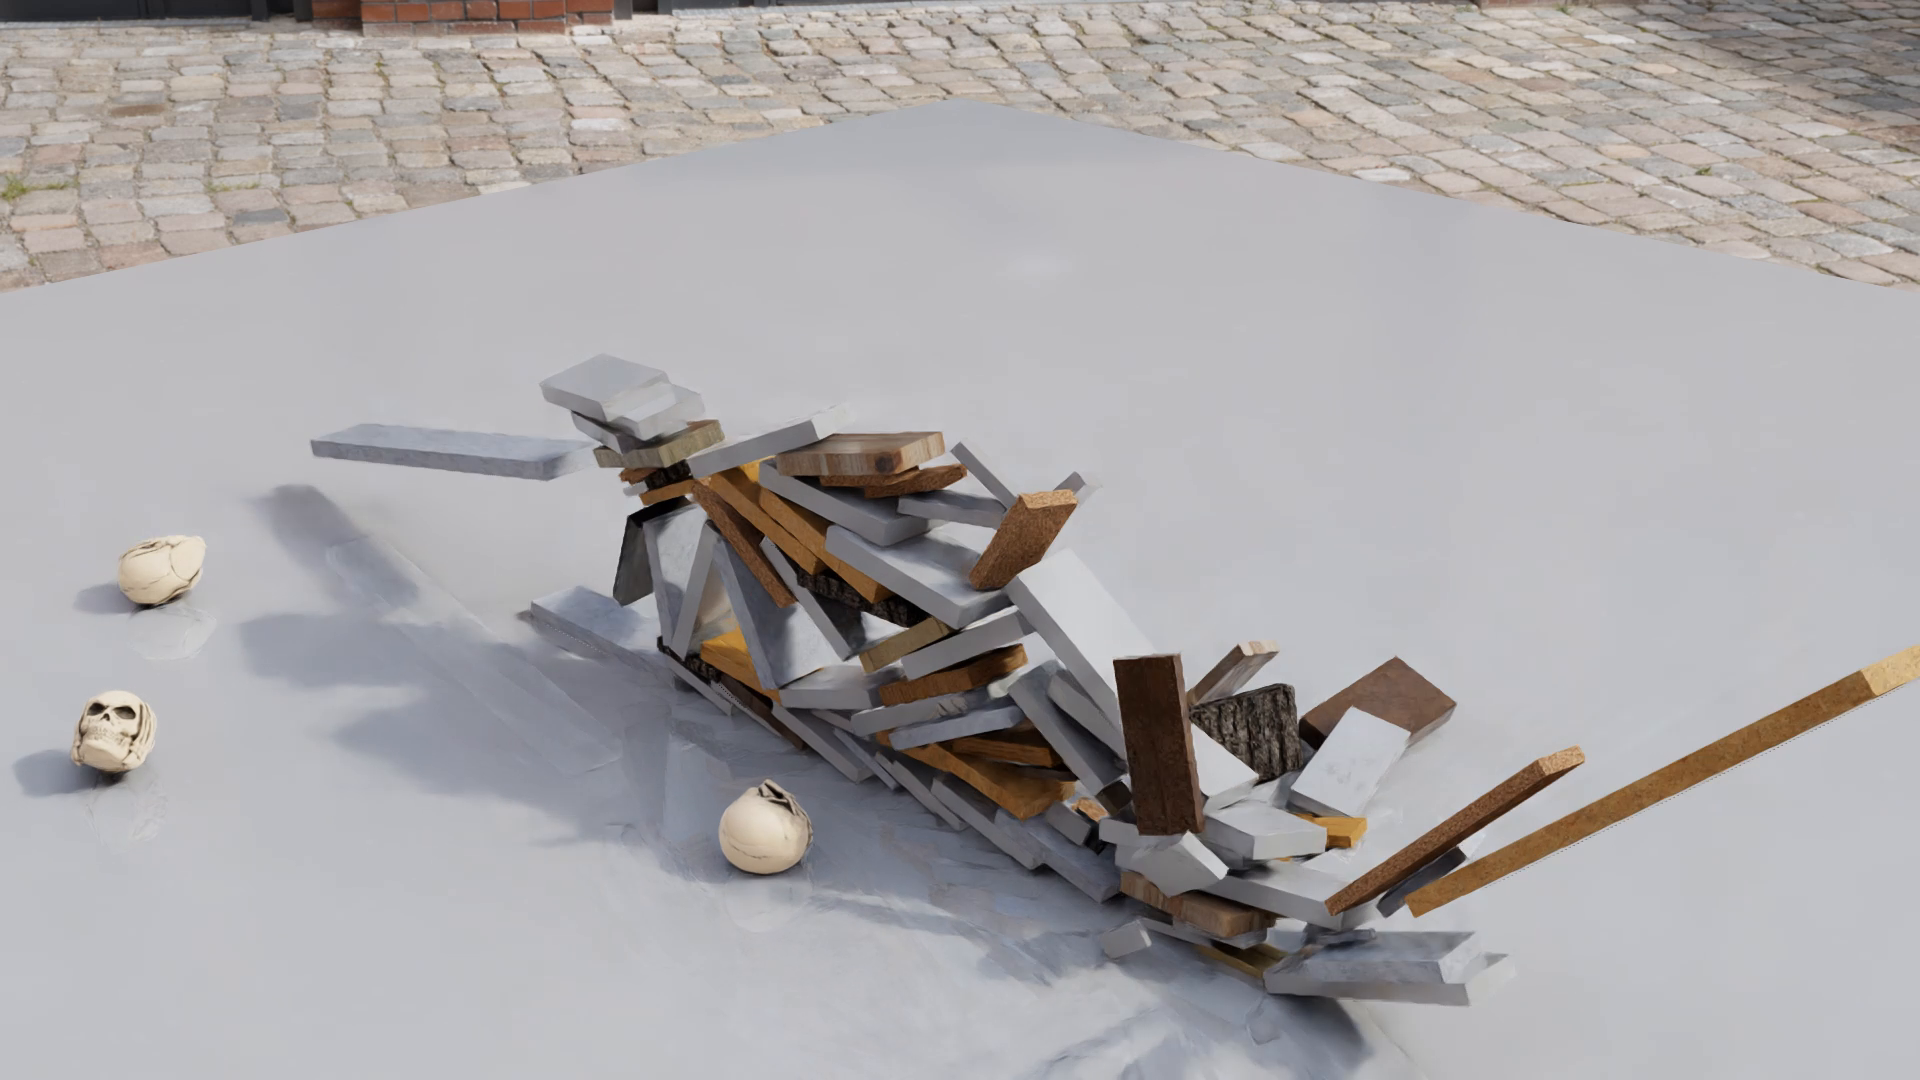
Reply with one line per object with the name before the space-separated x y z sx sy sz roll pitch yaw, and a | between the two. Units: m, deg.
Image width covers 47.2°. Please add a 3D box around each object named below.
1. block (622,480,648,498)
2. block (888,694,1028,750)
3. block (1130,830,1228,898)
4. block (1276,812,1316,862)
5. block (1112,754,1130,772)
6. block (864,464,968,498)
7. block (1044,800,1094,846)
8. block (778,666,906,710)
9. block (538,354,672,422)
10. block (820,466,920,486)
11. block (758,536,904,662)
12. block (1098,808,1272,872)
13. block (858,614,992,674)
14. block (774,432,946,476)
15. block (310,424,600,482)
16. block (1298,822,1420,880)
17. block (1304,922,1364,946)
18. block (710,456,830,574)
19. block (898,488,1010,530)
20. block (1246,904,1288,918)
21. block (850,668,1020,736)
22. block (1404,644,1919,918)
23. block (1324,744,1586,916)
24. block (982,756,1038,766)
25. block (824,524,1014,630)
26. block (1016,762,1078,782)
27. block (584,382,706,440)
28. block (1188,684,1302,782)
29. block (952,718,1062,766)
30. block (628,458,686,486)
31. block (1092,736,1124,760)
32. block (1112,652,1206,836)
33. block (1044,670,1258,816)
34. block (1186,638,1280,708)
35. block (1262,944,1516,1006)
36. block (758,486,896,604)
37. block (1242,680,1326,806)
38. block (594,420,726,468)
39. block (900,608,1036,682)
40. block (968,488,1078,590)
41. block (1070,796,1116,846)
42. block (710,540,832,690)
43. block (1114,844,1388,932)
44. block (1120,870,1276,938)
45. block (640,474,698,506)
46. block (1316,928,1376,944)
block | -0.701 -0.128 4.981 0.081 0.023 0.163 -24 6 -26
block | 0.020 0.348 4.279 0.336 0.037 0.130 -17 5 45
block | 0.383 0.571 3.868 0.028 0.098 0.196 -51 6 -28
block | 0.620 0.588 4.282 0.082 0.023 0.165 -3 27 38
block | 0.343 0.419 4.119 0.112 0.016 0.056 22 38 -3
block | -0.086 -0.114 4.246 0.184 0.026 0.092 -6 14 36
block | 0.207 0.539 4.196 0.092 0.046 0.013 35 15 27
block | -0.228 0.306 4.580 0.149 0.042 0.299 -23 13 -40
block | -0.784 -0.338 4.850 0.165 0.047 0.330 -29 25 -26
block | -0.177 -0.129 4.270 0.184 0.026 0.092 1 18 43
block | -0.265 0.096 4.533 0.153 0.043 0.307 -21 68 -43
block | 0.426 0.547 4.064 0.304 0.043 0.152 8 10 36
block | -0.058 0.182 4.354 0.153 0.043 0.307 -22 -4 -39
block | -0.196 -0.168 4.287 0.307 0.043 0.153 1 17 40
block | -1.300 -0.229 5.583 0.165 0.047 1.137 -24 20 -40
block | 0.788 0.629 4.229 0.274 0.039 0.137 -17 28 -35
block | 0.683 0.715 3.967 0.023 0.082 0.165 18 15 -26
block | -0.347 -0.061 4.503 0.320 0.045 0.160 39 41 26
block | -0.003 -0.063 4.202 0.207 0.029 0.103 9 18 17
block | 0.543 0.651 3.914 0.048 0.014 0.095 2 10 -20
block | -0.050 0.323 4.393 0.149 0.042 0.367 -22 3 -41
block | 1.005 0.378 3.251 0.137 0.039 0.979 -15 -17 -34
block | 0.788 0.475 3.547 0.098 0.569 0.028 -12 67 -36
block | 0.119 0.412 4.264 0.140 0.020 0.070 1 18 42
block | -0.071 0.047 4.235 0.358 0.051 0.179 30 35 34
block | 0.183 0.435 4.203 0.139 0.020 0.070 1 17 40
block | -0.704 -0.298 4.823 0.153 0.043 0.365 -27 24 -23
block | 0.530 0.412 4.421 0.347 0.174 0.049 -12 9 -30
block | 0.121 0.384 4.256 0.260 0.037 0.130 3 20 45
block | -0.677 -0.164 4.921 0.081 0.023 0.163 -24 2 -32
block | 0.309 0.383 4.116 0.112 0.016 0.056 35 40 13
block | 0.354 0.363 3.905 0.117 0.319 0.033 -6 5 29
block | 0.354 0.361 4.079 0.384 0.049 0.174 38 29 28
block | 0.530 0.318 4.614 0.104 0.350 0.029 -5 59 -38
block | 0.725 0.739 3.749 0.133 0.038 0.438 -19 6 -40
block | -0.221 -0.017 4.404 0.179 0.051 0.358 -20 48 -41
block | 0.629 0.441 4.658 0.174 0.049 0.512 9 25 20
block | -0.668 -0.211 4.862 0.160 0.045 0.320 -28 17 -31
block | 0.058 0.181 4.242 0.174 0.049 0.348 -22 -2 -44
block | 0.116 0.000 4.055 0.117 0.233 0.033 -8 54 -36
block | 0.312 0.571 4.213 0.233 0.013 0.046 34 51 25
block | -0.400 0.137 4.664 0.046 0.328 0.164 -14 7 46
block | 0.522 0.610 3.972 0.496 0.043 0.152 10 11 42
block | 0.432 0.652 3.999 0.133 0.038 0.265 -3 13 -40
block | -0.591 -0.124 4.836 0.103 0.029 0.298 -25 8 -35
block | 0.663 0.680 3.773 0.095 0.014 0.048 -10 -7 18
